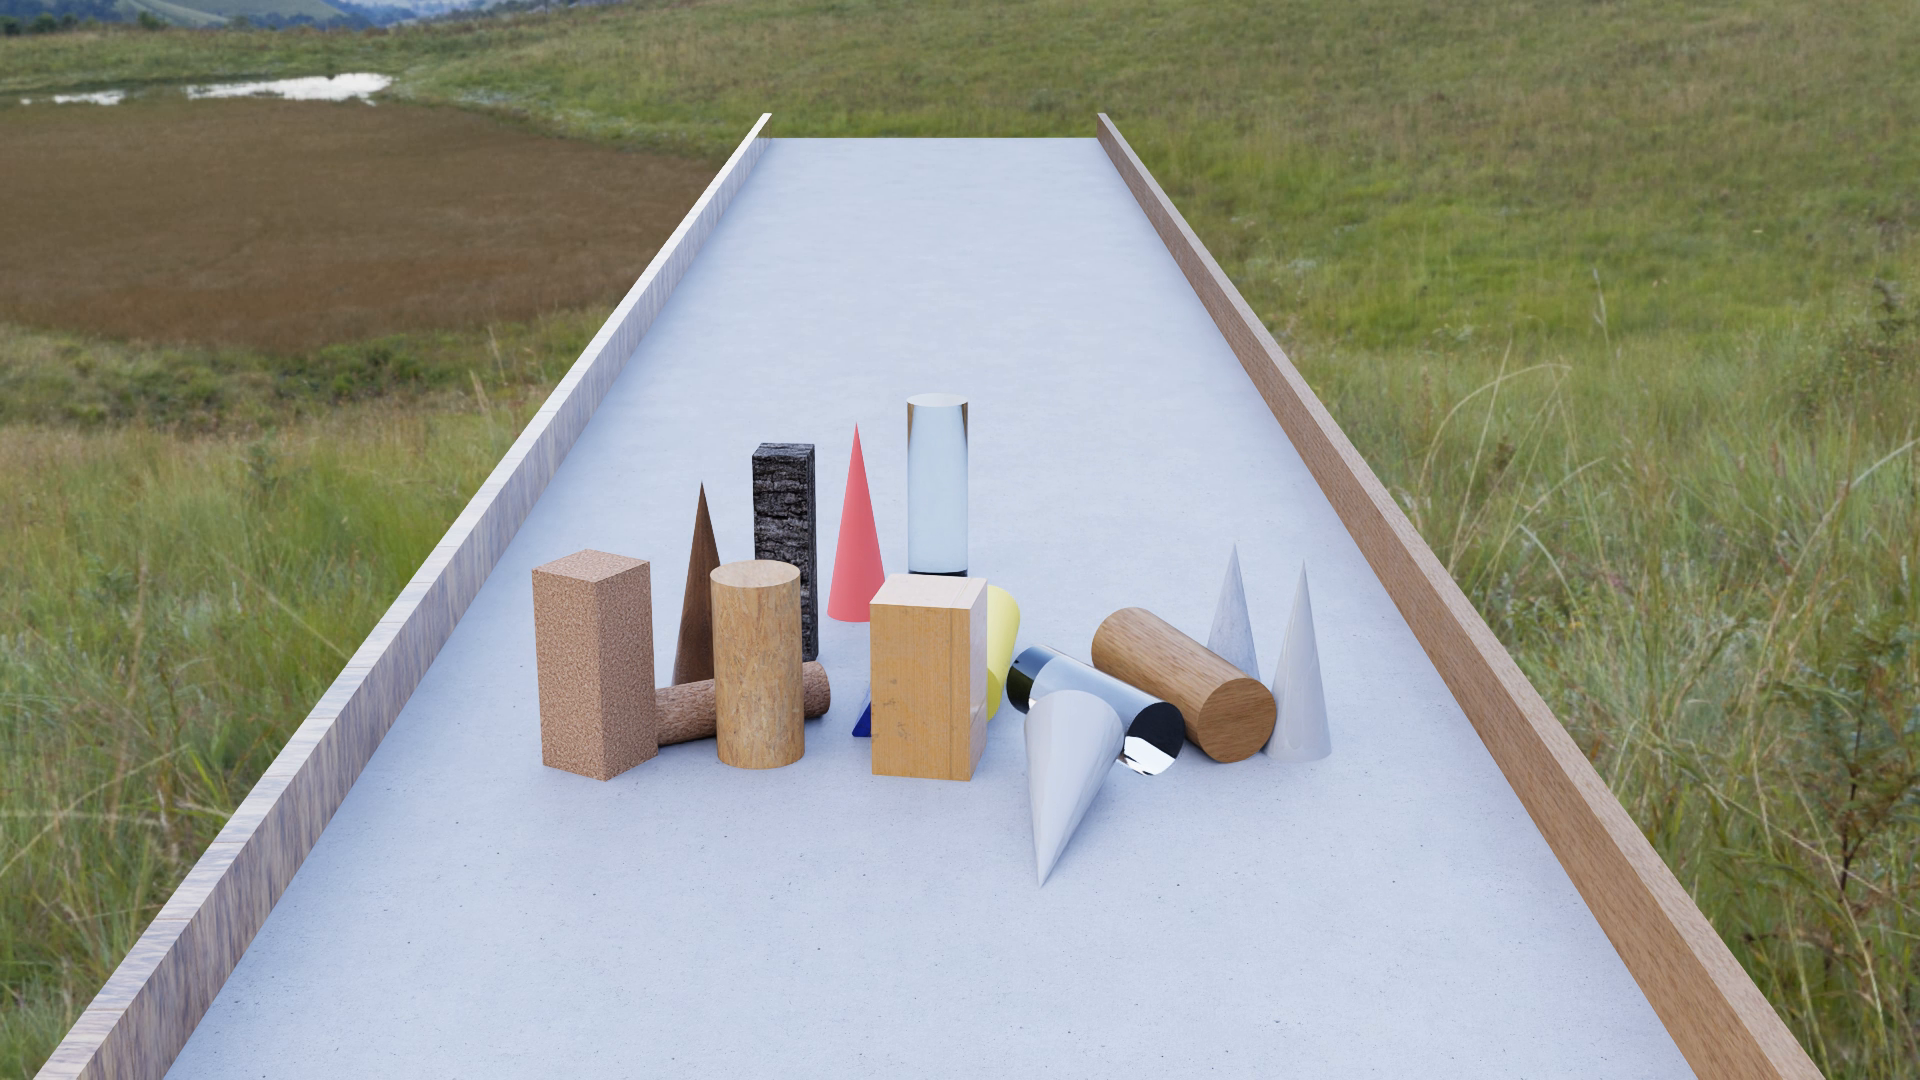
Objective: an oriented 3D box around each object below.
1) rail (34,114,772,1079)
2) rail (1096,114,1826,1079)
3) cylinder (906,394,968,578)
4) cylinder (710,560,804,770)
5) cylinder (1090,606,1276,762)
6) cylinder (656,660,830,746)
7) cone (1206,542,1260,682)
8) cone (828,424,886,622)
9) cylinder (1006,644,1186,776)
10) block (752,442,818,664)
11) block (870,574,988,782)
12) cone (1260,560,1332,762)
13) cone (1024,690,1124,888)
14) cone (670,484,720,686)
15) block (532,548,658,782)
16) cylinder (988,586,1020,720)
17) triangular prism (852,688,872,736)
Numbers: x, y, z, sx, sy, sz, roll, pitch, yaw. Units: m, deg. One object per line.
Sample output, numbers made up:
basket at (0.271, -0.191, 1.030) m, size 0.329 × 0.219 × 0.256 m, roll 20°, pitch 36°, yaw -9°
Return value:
rail at (-1.118, -0.838, 7.780) m, size 0.050 × 0.150 × 12.000 m, roll 0°, pitch 17°, yaw -1°
rail at (0.932, -0.844, 7.801) m, size 0.050 × 0.150 × 12.000 m, roll 0°, pitch 17°, yaw -1°
cylinder at (-0.050, -0.114, 4.900) m, size 0.136 × 0.405 × 0.136 m, roll 0°, pitch 17°, yaw 0°
cylinder at (-0.357, 0.220, 3.894) m, size 0.157 × 0.338 × 0.157 m, roll 0°, pitch 17°, yaw 0°
cylinder at (0.407, 0.262, 4.069) m, size 0.158 × 0.158 × 0.430 m, roll -7°, pitch 18°, yaw -21°
cylinder at (-0.414, 0.300, 4.040) m, size 0.342 × 0.102 × 0.102 m, roll -9°, pitch 19°, yaw -27°
cone at (0.511, 0.155, 4.138) m, size 0.137 × 0.324 × 0.137 m, roll 0°, pitch 17°, yaw 0°
cone at (-0.216, -0.047, 4.648) m, size 0.137 × 0.421 × 0.137 m, roll 0°, pitch 17°, yaw 0°
cylinder at (0.241, 0.303, 3.971) m, size 0.135 × 0.135 × 0.359 m, roll -11°, pitch 20°, yaw -32°
block at (-0.344, 0.034, 4.347) m, size 0.106 × 0.437 × 0.106 m, roll 2°, pitch 17°, yaw 5°
block at (-0.053, 0.239, 3.869) m, size 0.174 × 0.315 × 0.174 m, roll 3°, pitch 17°, yaw 10°
cone at (0.604, 0.202, 3.916) m, size 0.134 × 0.360 × 0.134 m, roll 0°, pitch 17°, yaw 0°
cone at (0.160, 0.438, 3.601) m, size 0.175 × 0.175 × 0.454 m, roll 3°, pitch 28°, yaw 9°
cone at (-0.476, 0.100, 4.112) m, size 0.158 × 0.443 × 0.158 m, roll 0°, pitch 17°, yaw 0°
block at (-0.639, 0.217, 3.859) m, size 0.144 × 0.363 × 0.144 m, roll 10°, pitch 19°, yaw 30°
cylinder at (0.031, 0.219, 4.249) m, size 0.137 × 0.137 × 0.446 m, roll 2°, pitch 17°, yaw 6°
triangular prism at (-0.121, 0.259, 4.156) m, size 0.125 × 0.108 × 0.333 m, roll 1°, pitch 17°, yaw 5°
